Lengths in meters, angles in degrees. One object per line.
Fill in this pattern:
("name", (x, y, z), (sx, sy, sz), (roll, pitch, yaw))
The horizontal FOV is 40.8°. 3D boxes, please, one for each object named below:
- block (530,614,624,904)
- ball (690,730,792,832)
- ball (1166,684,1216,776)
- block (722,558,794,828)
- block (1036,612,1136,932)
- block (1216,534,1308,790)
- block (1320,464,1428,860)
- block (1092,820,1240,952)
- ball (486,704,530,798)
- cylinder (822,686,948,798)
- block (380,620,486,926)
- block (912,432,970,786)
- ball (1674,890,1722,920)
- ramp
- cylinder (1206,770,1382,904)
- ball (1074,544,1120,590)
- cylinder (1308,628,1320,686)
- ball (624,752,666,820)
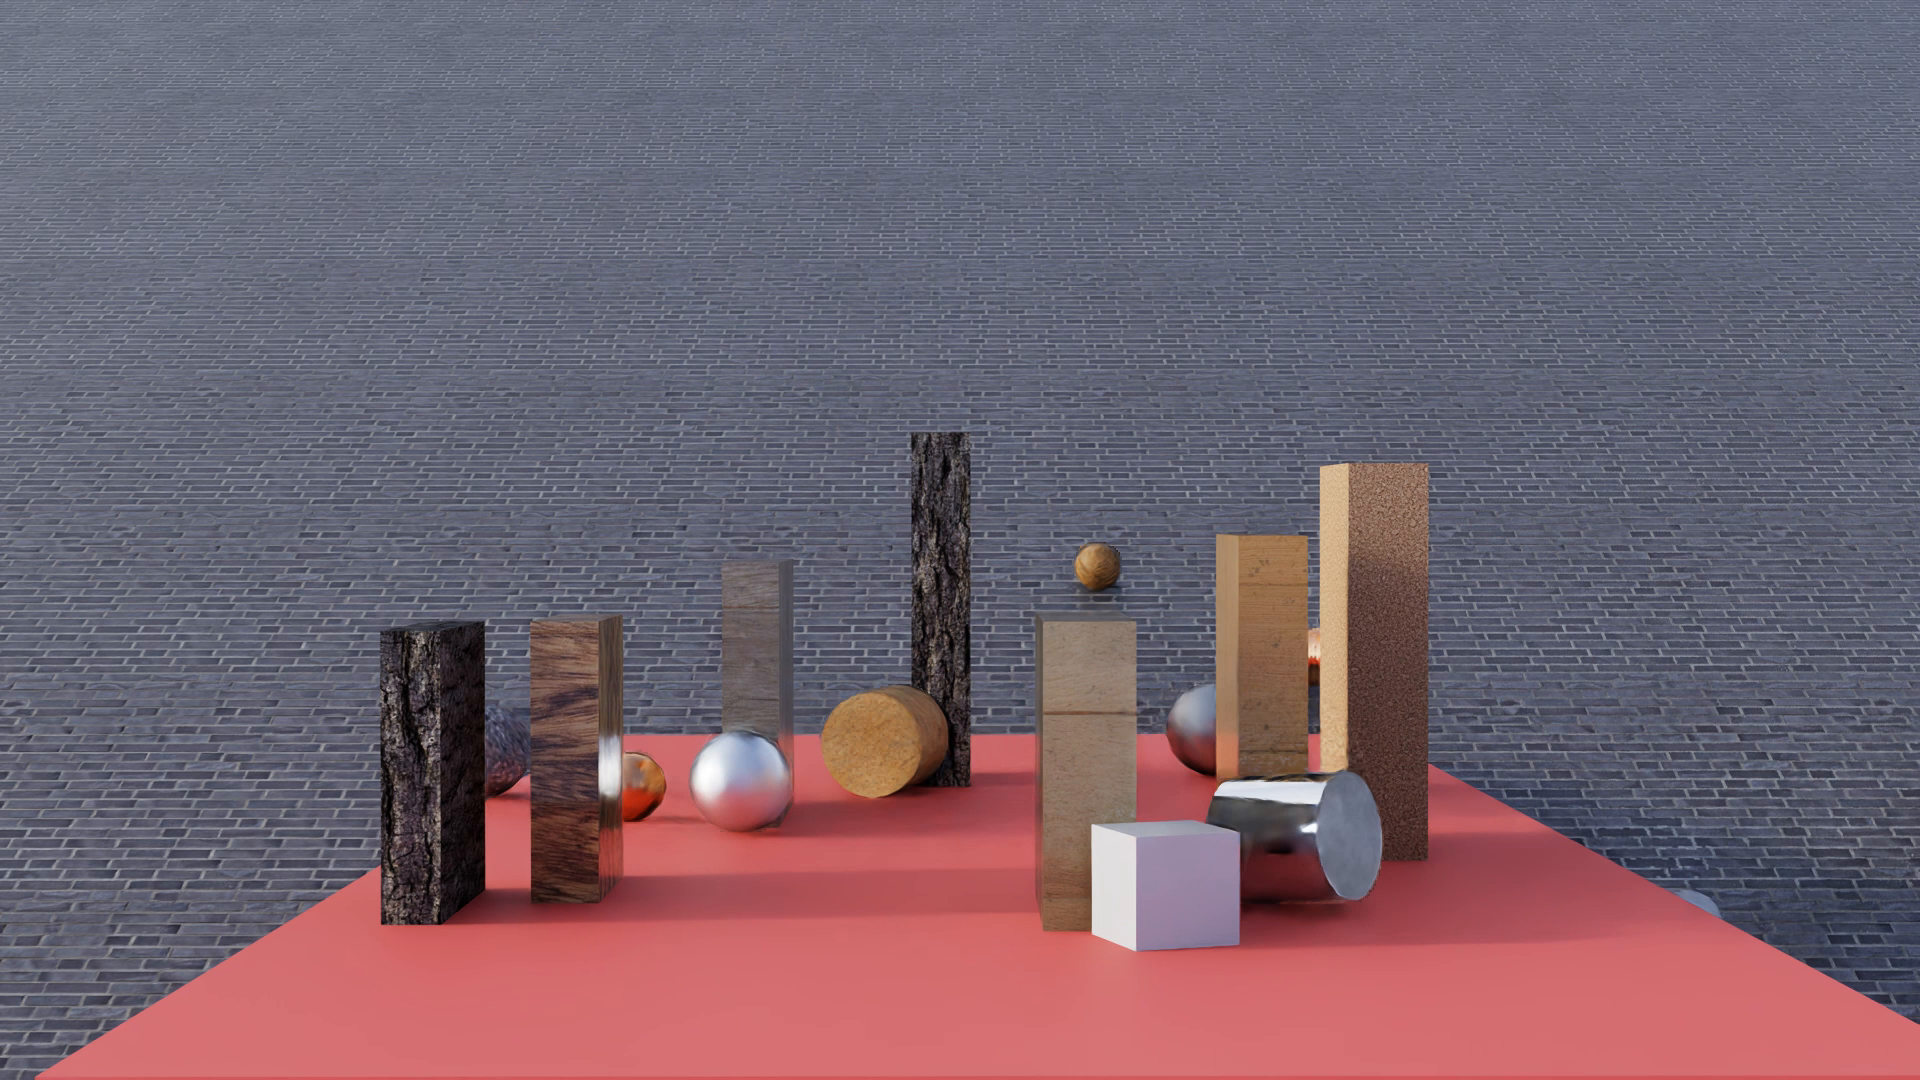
("block", (-0.576, 0.323, 3.903), (0.099, 0.411, 0.276), (0, 1, 0))
("ball", (-0.386, 0.426, 4.568), (0.182, 0.182, 0.182), (0, 28, 0))
("ball", (0.546, 0.411, 5.598), (0.197, 0.197, 0.197), (0, 28, 0))
("block", (-0.378, 0.278, 4.861), (0.103, 0.479, 0.407), (0, 1, 0))
("block", (0.176, 0.319, 3.686), (0.127, 0.421, 0.348), (0, 1, 0))
("block", (0.469, 0.259, 4.037), (0.104, 0.534, 0.335), (0, 1, 0))
("block", (0.699, 0.197, 4.382), (0.131, 0.650, 0.331), (0, 1, 0))
("block", (0.273, 0.458, 3.446), (0.148, 0.148, 0.148), (0, 1, -20))
("ball", (-0.955, 0.423, 5.180), (0.185, 0.185, 0.185), (0, 28, 0))
("cylinder", (-0.150, 0.409, 5.260), (0.209, 0.209, 0.209), (8, 3, 15))
("block", (-0.759, 0.327, 3.736), (0.083, 0.406, 0.338), (0, 1, 0))
("block", (-0.040, 0.143, 5.493), (0.123, 0.735, 0.277), (0, 1, 0))
("ball", (1.324, 0.695, 4.693), (0.117, 0.117, 0.117), (0, 28, 0))
("ramp", (0.063, 0.570, 4.611), (2.000, 0.100, 4.000), (0, 1, 0))
("cylinder", (0.479, 0.427, 3.704), (0.183, 0.183, 0.183), (-8, 19, 38))
("ball", (0.397, 0.077, 7.444), (0.133, 0.133, 0.133), (0, 28, 0))
("cylinder", (0.924, 0.315, 6.920), (0.157, 0.157, 0.157), (-5, 23, 28))
("ball", (-0.607, 0.455, 4.777), (0.127, 0.127, 0.127), (0, 28, 0))
